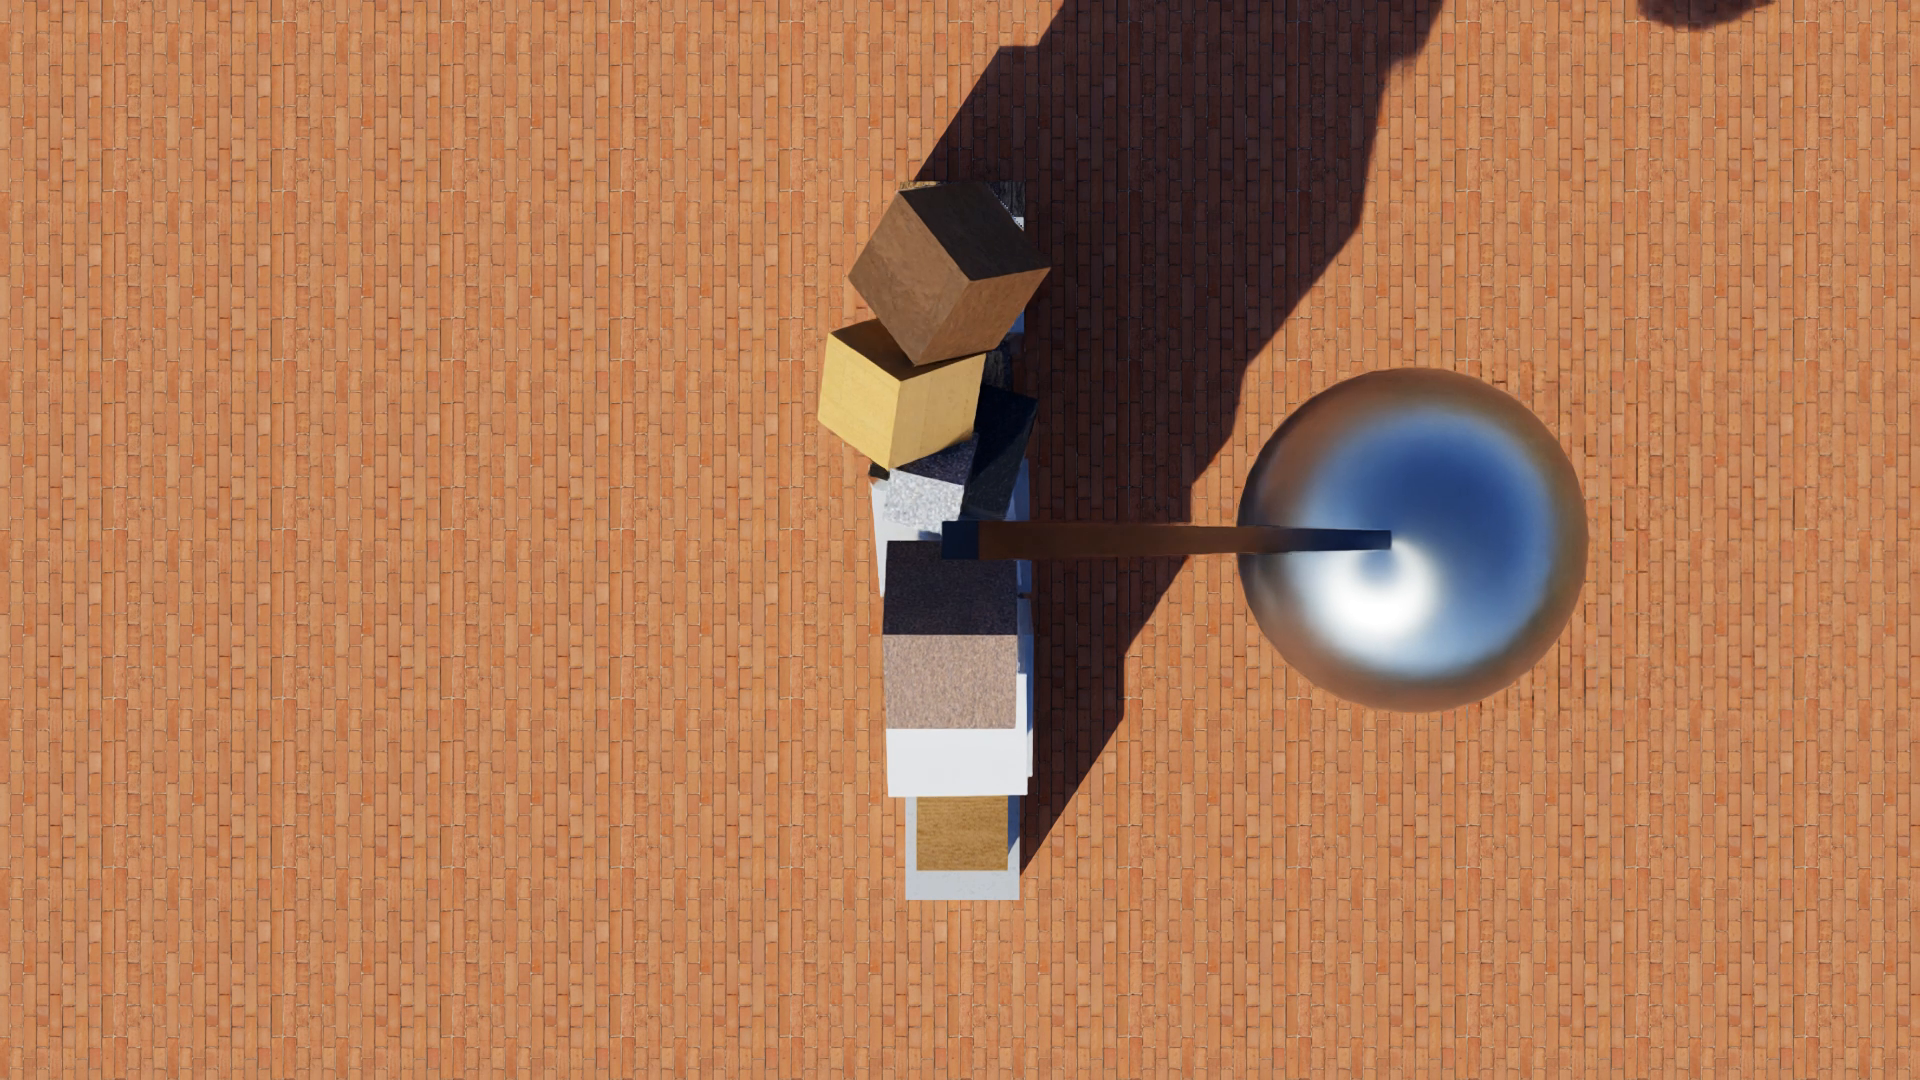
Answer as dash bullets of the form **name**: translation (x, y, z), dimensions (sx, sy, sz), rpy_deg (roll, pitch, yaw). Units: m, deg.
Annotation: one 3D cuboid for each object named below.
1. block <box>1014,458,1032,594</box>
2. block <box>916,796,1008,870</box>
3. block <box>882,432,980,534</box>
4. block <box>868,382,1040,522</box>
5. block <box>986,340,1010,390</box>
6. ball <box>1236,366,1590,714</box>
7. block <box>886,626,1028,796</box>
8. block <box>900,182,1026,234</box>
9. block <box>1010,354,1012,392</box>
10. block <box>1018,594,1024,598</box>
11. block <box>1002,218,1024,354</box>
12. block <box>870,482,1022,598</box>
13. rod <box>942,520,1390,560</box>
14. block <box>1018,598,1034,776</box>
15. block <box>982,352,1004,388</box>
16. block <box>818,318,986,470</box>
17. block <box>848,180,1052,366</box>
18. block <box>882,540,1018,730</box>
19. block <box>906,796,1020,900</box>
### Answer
- **block**: translation (-0.005, -0.056, 11.941), dimensions (0.747, 0.795, 0.707), rpy_deg (-2, 88, 0)
- **block**: translation (0.012, 1.514, 12.142), dimensions (0.495, 0.460, 0.556), rpy_deg (0, 90, 0)
- **block**: translation (-0.132, -0.288, 10.039), dimensions (0.339, 0.386, 0.309), rpy_deg (13, 131, 2)
- **block**: translation (-0.028, -0.458, 10.614), dimensions (0.669, 0.627, 0.571), rpy_deg (17, 86, 2)
- **block**: translation (0.005, -0.737, 12.049), dimensions (0.534, 0.607, 0.608), rpy_deg (-1, 85, 0)
- **ball**: translation (2.074, 0.000, 10.143), dimensions (1.600, 1.600, 1.600), rpy_deg (0, 90, 0)
- **block**: translation (-0.016, 0.868, 11.296), dimensions (0.696, 0.757, 0.642), rpy_deg (-1, 106, 0)
- **block**: translation (0.013, -1.678, 12.713), dimensions (0.710, 0.573, 0.696), rpy_deg (0, 90, 0)
- **block**: translation (0.003, -1.038, 12.698), dimensions (0.583, 0.604, 0.563), rpy_deg (0, 90, 0)
- **block**: translation (-0.012, 0.377, 12.669), dimensions (0.736, 0.662, 0.814), rpy_deg (0, 90, 0)
- **block**: translation (-0.006, -1.385, 12.061), dimensions (0.690, 0.678, 0.620), rpy_deg (0, 85, 0)
- **block**: translation (-0.073, -0.063, 11.229), dimensions (0.702, 0.629, 0.659), rpy_deg (-5, 88, 0)
- **rod**: translation (0.899, 0.000, 6.953), dimensions (0.080, 5.200, 0.080), rpy_deg (0, 90, 20)
- **block**: translation (0.001, 0.794, 12.005), dimensions (0.774, 0.646, 0.796), rpy_deg (0, 106, 0)
- **block**: translation (0.031, -0.729, 11.525), dimensions (0.396, 0.434, 0.434), rpy_deg (-2, 85, 0)
- **block**: translation (-0.263, -0.686, 9.848), dimensions (0.480, 0.514, 0.457), rpy_deg (36, 132, 34)
- **block**: translation (-0.050, -1.162, 9.543), dimensions (0.534, 0.512, 0.518), rpy_deg (53, 132, 20)
- **block**: translation (-0.042, 0.457, 10.585), dimensions (0.623, 0.640, 0.646), rpy_deg (0, 133, 1)
- **block**: translation (0.014, 1.699, 12.686), dimensions (0.641, 0.628, 0.653), rpy_deg (0, 90, 0)
